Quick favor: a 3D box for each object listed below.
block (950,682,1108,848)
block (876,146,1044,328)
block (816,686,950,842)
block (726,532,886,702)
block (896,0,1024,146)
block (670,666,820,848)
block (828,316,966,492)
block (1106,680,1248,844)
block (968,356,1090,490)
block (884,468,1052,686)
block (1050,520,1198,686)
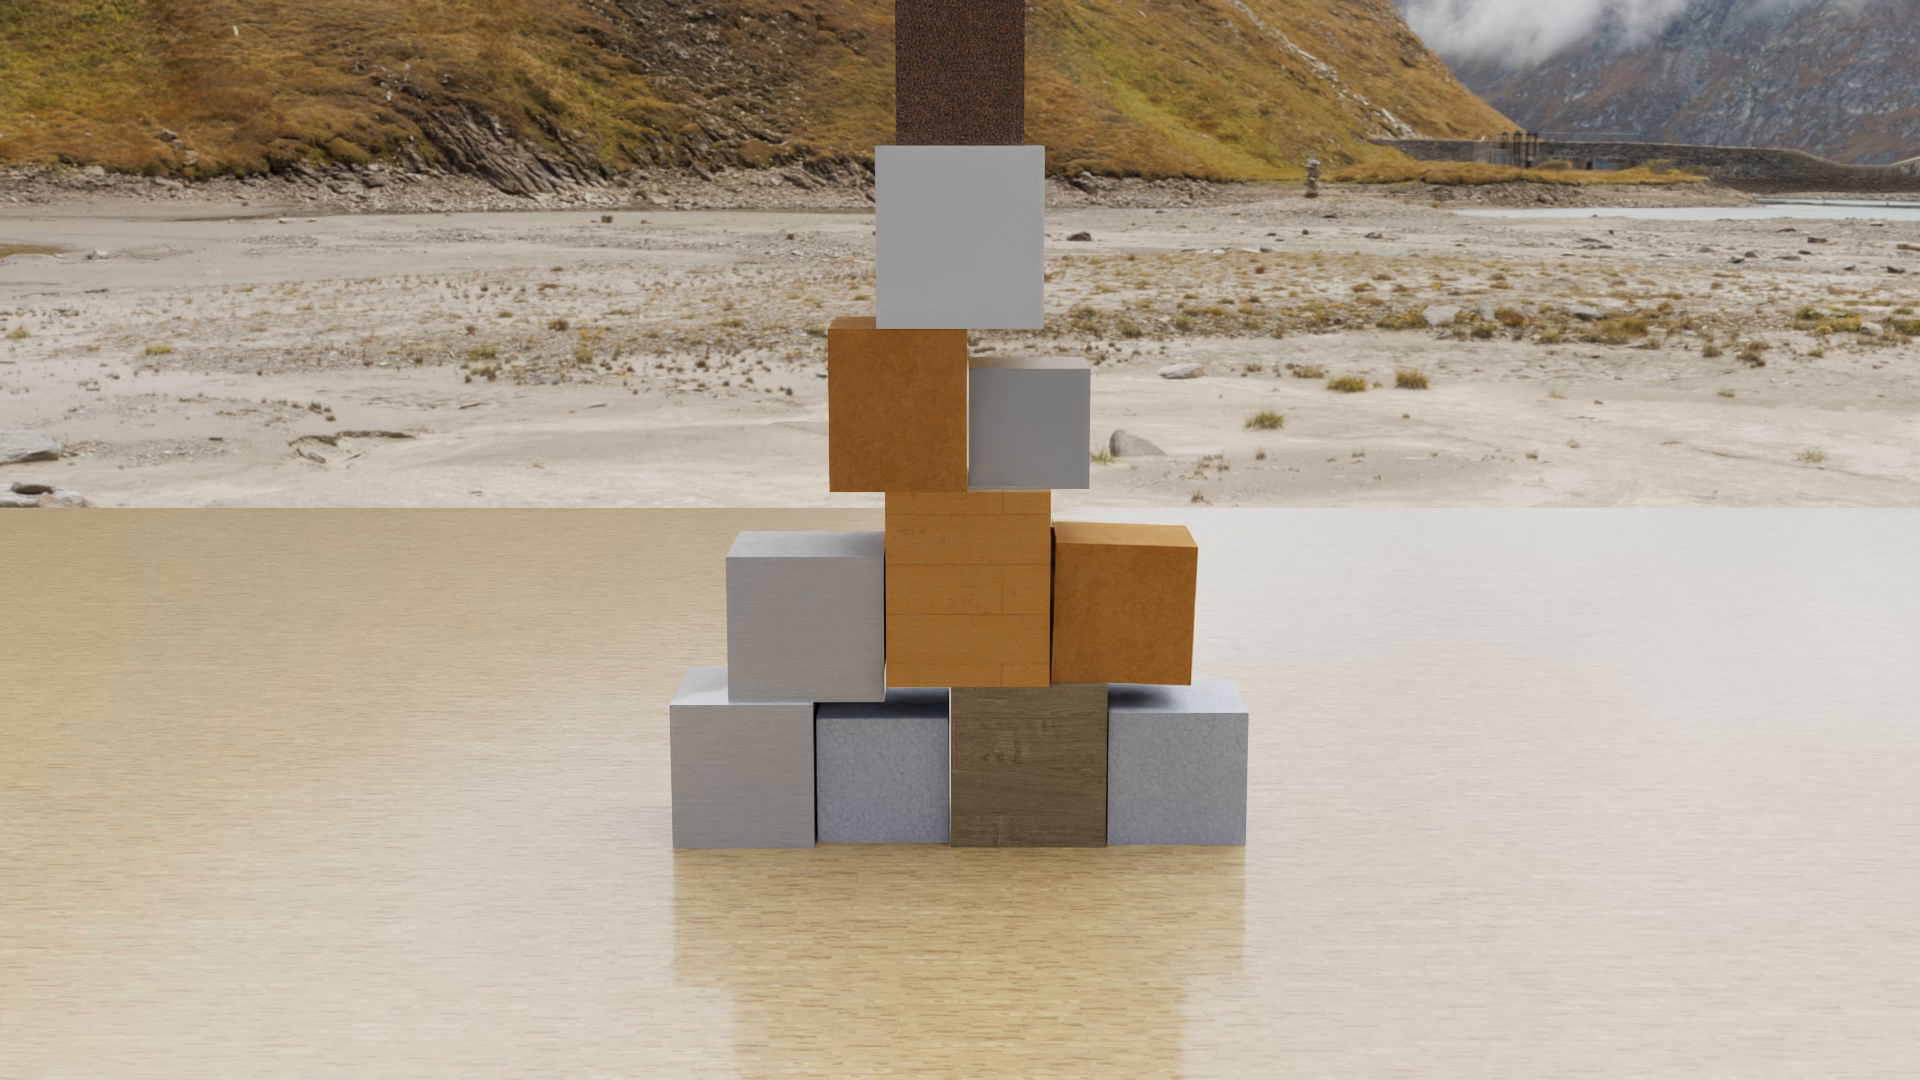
[{"bbox_3d":[0.343,1.070,11.358,0.779,0.831,0.757,0,10,0],"label":"block"},{"bbox_3d":[0.000,-1.517,10.914,0.807,0.869,0.818,0,10,0],"label":"block"},{"bbox_3d":[-0.389,1.155,11.397,0.664,0.649,0.653,0,10,0],"label":"block"},{"bbox_3d":[-0.766,0.381,11.256,0.779,0.738,0.724,0,10,0],"label":"block"},{"bbox_3d":[0.000,-2.307,10.768,0.612,0.739,0.702,0,10,0],"label":"block"},{"bbox_3d":[-1.086,1.112,11.375,0.712,0.743,0.806,0,10,0],"label":"block"},{"bbox_3d":[-0.302,-0.694,11.043,0.671,0.797,0.768,0,10,0],"label":"block"},{"bbox_3d":[1.092,1.140,11.376,0.700,0.687,0.682,0,10,0],"label":"block"},{"bbox_3d":[0.340,-0.597,11.074,0.594,0.595,0.594,0,10,0],"label":"block"},{"bbox_3d":[0.039,0.174,11.229,0.811,0.978,0.825,0,10,0],"label":"block"},{"bbox_3d":[0.816,0.314,11.236,0.700,0.705,0.624,2,10,0],"label":"block"}]
